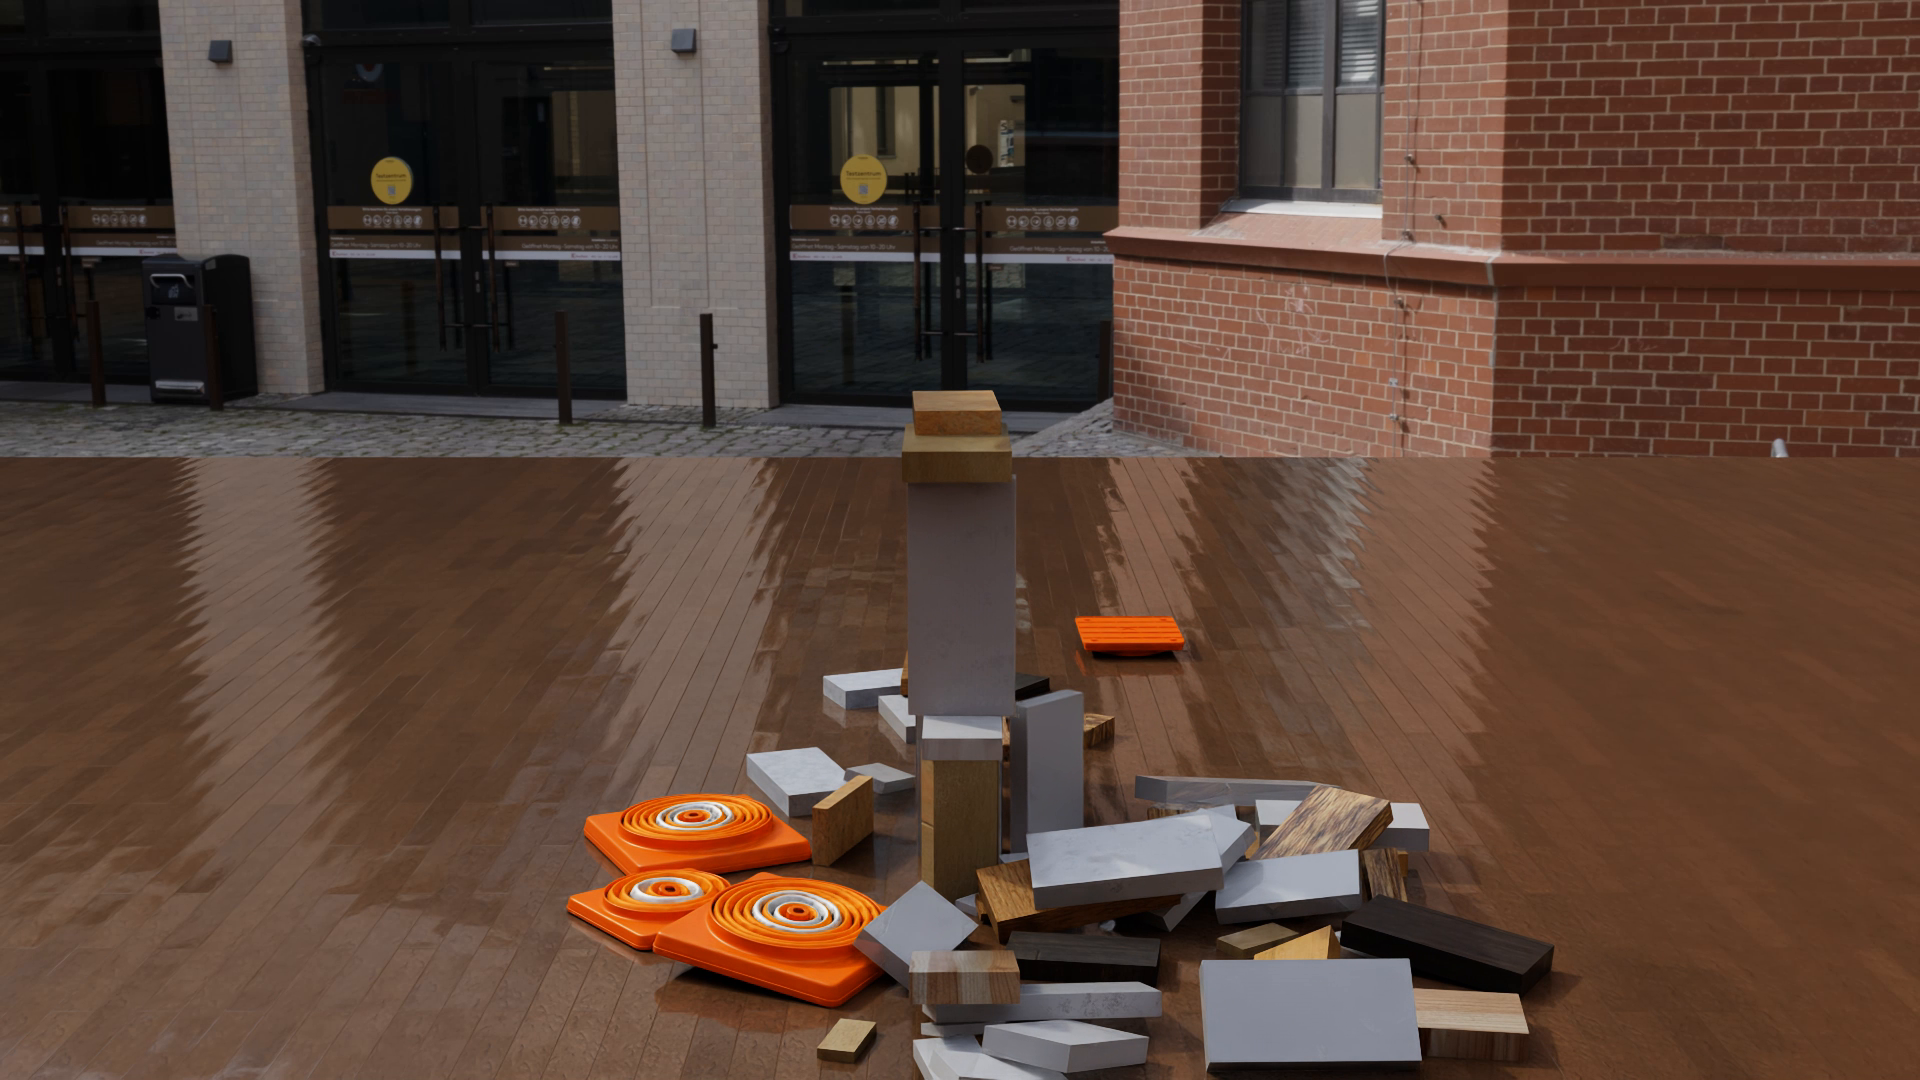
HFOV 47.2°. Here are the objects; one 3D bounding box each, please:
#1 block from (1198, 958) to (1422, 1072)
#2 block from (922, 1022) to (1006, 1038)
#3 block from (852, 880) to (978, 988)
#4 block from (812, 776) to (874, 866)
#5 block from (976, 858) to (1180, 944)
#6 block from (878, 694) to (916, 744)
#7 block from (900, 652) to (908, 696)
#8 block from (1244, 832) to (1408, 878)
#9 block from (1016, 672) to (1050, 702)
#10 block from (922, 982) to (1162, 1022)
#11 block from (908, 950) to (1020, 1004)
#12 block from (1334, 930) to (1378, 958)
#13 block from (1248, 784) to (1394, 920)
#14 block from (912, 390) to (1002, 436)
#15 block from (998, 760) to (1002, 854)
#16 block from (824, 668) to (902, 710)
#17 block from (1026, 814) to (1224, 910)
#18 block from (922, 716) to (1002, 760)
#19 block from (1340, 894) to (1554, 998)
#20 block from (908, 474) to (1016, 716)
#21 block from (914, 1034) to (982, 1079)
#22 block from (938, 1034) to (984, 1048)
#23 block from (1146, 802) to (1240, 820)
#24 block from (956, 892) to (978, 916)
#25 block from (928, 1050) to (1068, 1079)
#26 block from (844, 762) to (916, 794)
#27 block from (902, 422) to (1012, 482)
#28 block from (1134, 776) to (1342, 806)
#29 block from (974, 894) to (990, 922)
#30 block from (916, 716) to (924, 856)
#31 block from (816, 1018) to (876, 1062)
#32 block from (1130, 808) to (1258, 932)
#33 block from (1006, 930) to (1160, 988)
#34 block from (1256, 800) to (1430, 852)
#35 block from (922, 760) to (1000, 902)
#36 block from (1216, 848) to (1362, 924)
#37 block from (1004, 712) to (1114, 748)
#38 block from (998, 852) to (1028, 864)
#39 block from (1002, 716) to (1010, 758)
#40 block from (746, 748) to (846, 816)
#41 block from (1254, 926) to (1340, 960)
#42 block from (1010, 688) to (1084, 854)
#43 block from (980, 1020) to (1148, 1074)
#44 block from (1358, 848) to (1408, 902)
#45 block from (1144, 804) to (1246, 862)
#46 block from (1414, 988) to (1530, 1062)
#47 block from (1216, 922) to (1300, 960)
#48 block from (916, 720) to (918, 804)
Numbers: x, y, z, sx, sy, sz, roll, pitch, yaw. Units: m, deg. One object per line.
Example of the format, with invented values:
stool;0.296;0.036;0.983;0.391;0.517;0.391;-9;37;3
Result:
block;0.475;0.647;2.996;0.285;0.143;0.040;0;-31;-1
block;0.005;0.671;3.026;0.106;0.015;0.053;5;-9;-36
block;-0.065;0.602;3.356;0.115;0.033;0.230;37;21;12
block;-0.206;0.495;3.896;0.029;0.103;0.206;4;11;20
block;0.188;0.555;3.521;0.297;0.042;0.148;-11;27;-9
block;-0.082;0.379;4.704;0.130;0.037;0.259;-3;11;-15
block;-0.061;0.297;4.920;0.130;0.037;0.259;0;11;1
block;0.594;0.544;3.805;0.328;0.040;0.142;-1;11;-5
block;0.100;0.338;4.944;0.106;0.030;0.211;7;13;34
block;0.114;0.653;3.109;0.319;0.035;0.125;1;-5;-10
block;0.005;0.612;3.088;0.148;0.042;0.297;0;-5;0
block;0.641;0.629;3.411;0.060;0.017;0.120;-8;13;-36
block;0.587;0.517;3.668;0.142;0.040;0.283;9;36;41
block;-0.008;-0.225;3.871;0.146;0.041;0.293;0;10;-2
block;0.005;0.441;3.766;0.129;0.258;0.037;-1;11;-5
block;-0.146;0.330;4.958;0.292;0.041;0.146;-4;11;-23
block;0.260;0.511;3.498;0.297;0.042;0.148;-6;26;0
block;0.004;0.312;3.651;0.129;0.037;0.258;0;11;0
block;0.740;0.616;3.347;0.285;0.040;0.143;13;16;31
block;0.003;0.091;3.646;0.177;0.399;0.050;0;10;2
block;-0.004;0.698;2.896;0.084;0.024;0.167;-2;10;-12
block;0.015;0.690;3.089;0.106;0.015;0.053;6;12;31
block;0.417;0.492;3.907;0.142;0.040;0.283;2;-3;11
block;0.048;0.593;3.614;0.104;0.015;0.052;-10;14;-43
block;0.053;0.686;2.813;0.167;0.024;0.084;11;7;-26
block;-0.152;0.455;4.196;0.082;0.023;0.165;18;4;19
block;-0.006;-0.150;3.716;0.177;0.050;0.355;0;10;0
block;0.511;0.464;4.046;0.349;0.041;0.144;4;-3;-18
block;0.080;0.593;3.558;0.104;0.015;0.052;0;28;-11
block;0.000;0.405;3.852;0.149;0.297;0.042;0;11;0
block;-0.157;0.696;3.059;0.053;0.015;0.106;3;11;14
block;0.367;0.535;3.581;0.230;0.033;0.115;-41;32;-27
block;0.186;0.635;3.337;0.230;0.033;0.115;2;11;9
block;0.664;0.497;3.837;0.287;0.041;0.144;1;11;4
block;0.001;0.465;3.634;0.129;0.258;0.037;-7;13;-33
block;0.529;0.558;3.539;0.229;0.033;0.115;-9;28;14
block;0.182;0.389;4.648;0.259;0.037;0.130;6;12;29
block;0.230;0.558;3.752;0.312;0.033;0.115;-3;11;-14
block;0.041;0.385;4.550;0.106;0.030;0.211;1;24;-7
block;-0.301;0.464;4.236;0.146;0.041;0.292;-4;11;-20
block;0.481;0.637;3.175;0.125;0.035;0.249;-25;4;15
block;0.152;0.414;3.826;0.144;0.287;0.041;-10;14;-44
block;0.143;0.672;2.926;0.125;0.035;0.249;6;-6;29
block;0.683;0.557;3.535;0.060;0.120;0.017;-3;-18;-17
block;0.356;0.516;3.678;0.229;0.033;0.115;-11;40;4
block;0.645;0.677;3.092;0.285;0.040;0.143;1;11;8
block;0.465;0.626;3.431;0.120;0.017;0.060;-7;13;-35
block;-0.002;0.333;4.151;0.164;0.329;0.047;0;11;0
